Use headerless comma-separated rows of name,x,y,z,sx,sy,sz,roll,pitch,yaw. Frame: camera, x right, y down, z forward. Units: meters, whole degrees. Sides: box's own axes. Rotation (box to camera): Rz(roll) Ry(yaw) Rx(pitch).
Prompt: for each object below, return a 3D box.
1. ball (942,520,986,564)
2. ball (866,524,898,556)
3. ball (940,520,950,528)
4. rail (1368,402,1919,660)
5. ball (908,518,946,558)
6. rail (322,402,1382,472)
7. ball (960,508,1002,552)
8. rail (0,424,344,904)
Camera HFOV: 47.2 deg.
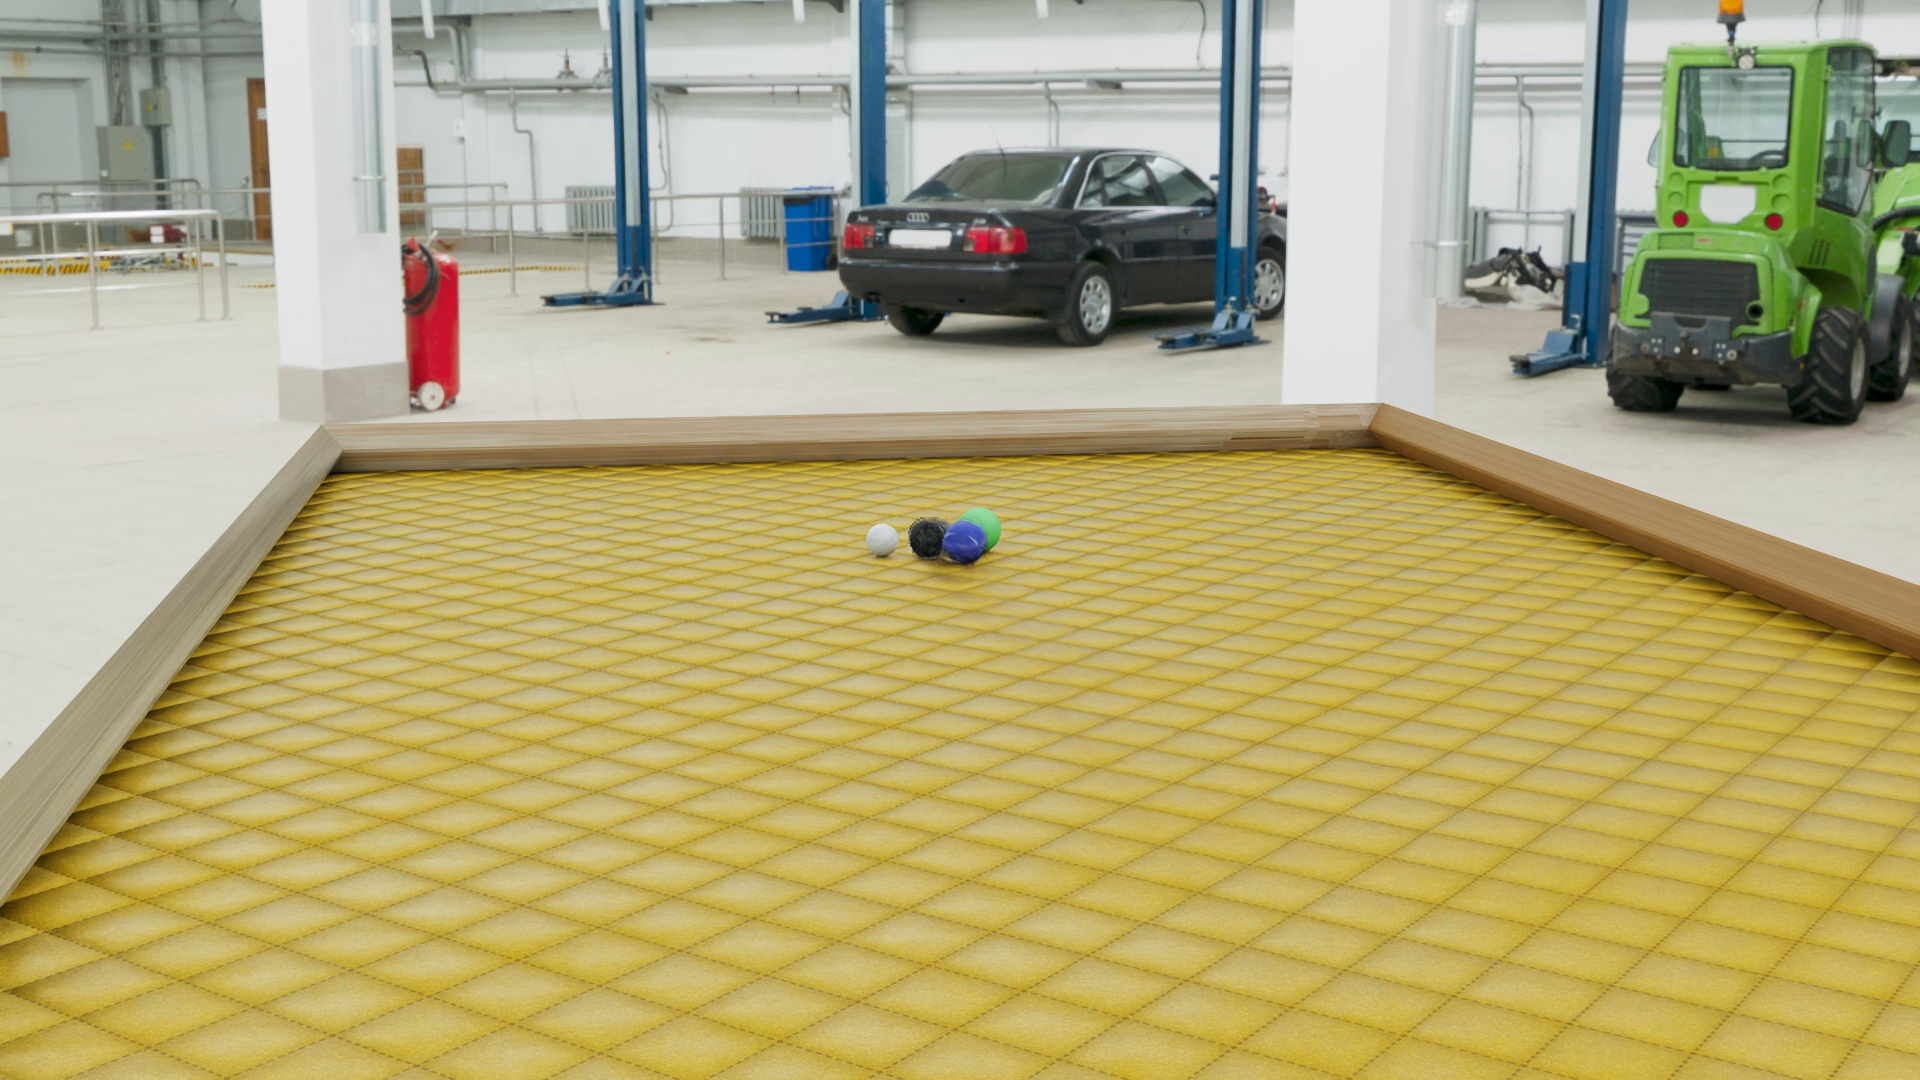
ball,0.007,0.003,3.256,0.065,0.065,0.065,0,11,0
ball,-0.117,0.000,3.316,0.050,0.050,0.050,0,11,0
ball,-0.030,-0.006,3.355,0.048,0.048,0.048,0,11,0
rail,1.176,0.140,2.454,0.045,0.089,4.150,-2,11,-9
ball,-0.046,-0.002,3.298,0.061,0.061,0.061,0,11,0
rail,-0.167,-0.199,4.278,2.087,0.089,0.045,-2,11,-9
ball,0.029,-0.015,3.348,0.069,0.069,0.069,0,11,0
rail,-0.835,0.201,2.124,0.045,0.089,4.150,-2,11,-9
